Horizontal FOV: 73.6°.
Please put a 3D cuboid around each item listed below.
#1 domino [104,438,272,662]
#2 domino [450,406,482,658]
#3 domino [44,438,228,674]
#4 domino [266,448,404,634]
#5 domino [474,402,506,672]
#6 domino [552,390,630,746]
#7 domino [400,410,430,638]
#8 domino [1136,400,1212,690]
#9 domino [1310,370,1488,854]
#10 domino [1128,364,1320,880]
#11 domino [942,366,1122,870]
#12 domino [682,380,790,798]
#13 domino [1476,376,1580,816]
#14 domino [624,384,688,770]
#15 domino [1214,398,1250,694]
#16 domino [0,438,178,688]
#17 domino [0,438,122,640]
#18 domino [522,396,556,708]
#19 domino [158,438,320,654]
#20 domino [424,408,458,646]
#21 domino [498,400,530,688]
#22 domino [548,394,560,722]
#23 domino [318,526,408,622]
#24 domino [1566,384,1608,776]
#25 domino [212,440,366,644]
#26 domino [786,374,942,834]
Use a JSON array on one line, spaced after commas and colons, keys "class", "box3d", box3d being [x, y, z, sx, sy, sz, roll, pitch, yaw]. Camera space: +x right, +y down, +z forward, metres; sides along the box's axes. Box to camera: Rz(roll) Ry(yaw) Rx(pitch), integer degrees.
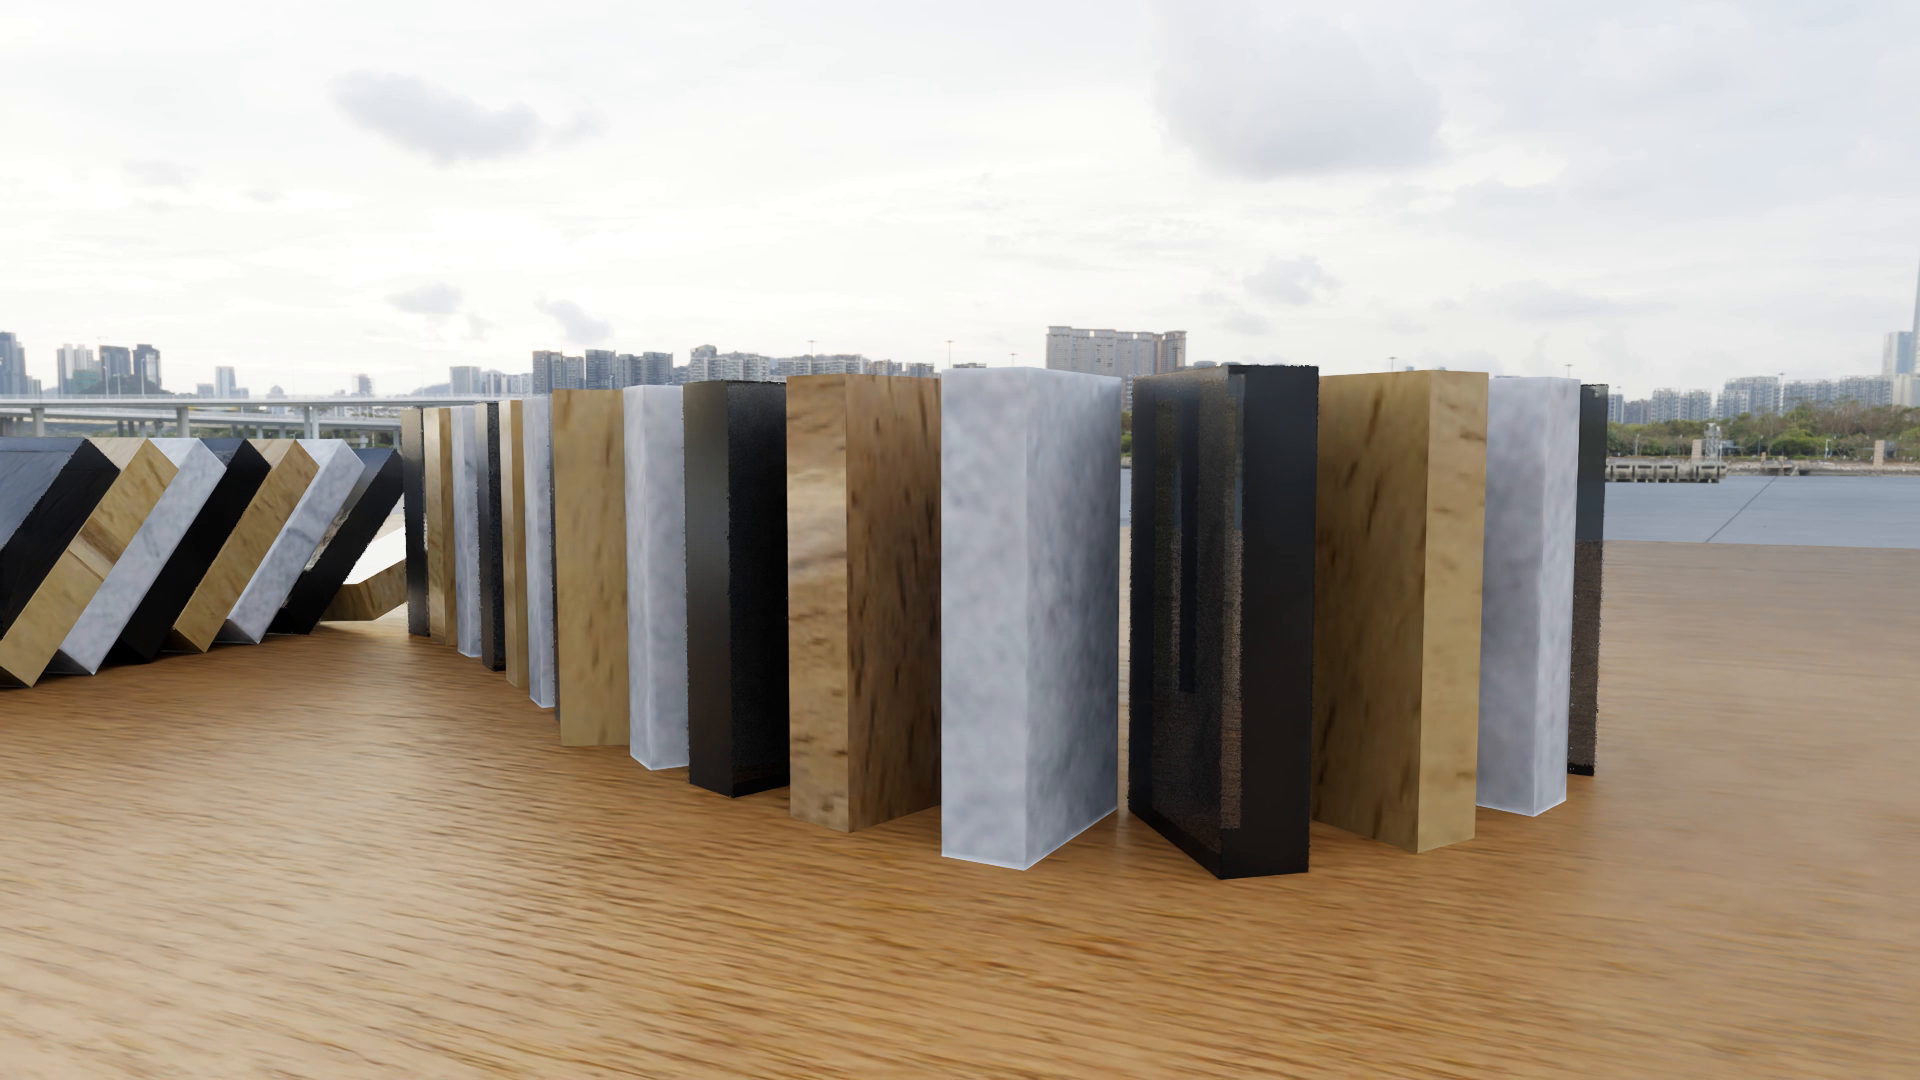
[{"class": "domino", "box3d": [-0.166, 0.001, 0.263, 0.025, 0.050, 0.010, 1, -38, 14]}, {"class": "domino", "box3d": [-0.090, -0.002, 0.265, 0.025, 0.050, 0.009, -3, 5, -35]}, {"class": "domino", "box3d": [-0.169, 0.002, 0.251, 0.025, 0.050, 0.010, 1, -37, 14]}, {"class": "domino", "box3d": [-0.153, -0.001, 0.301, 0.025, 0.009, 0.050, 1, 48, 16]}, {"class": "domino", "box3d": [-0.079, -0.001, 0.249, 0.025, 0.050, 0.009, -3, 5, -33]}, {"class": "domino", "box3d": [-0.044, 0.004, 0.185, 0.025, 0.050, 0.009, -1, 4, -7]}, {"class": "domino", "box3d": [-0.112, -0.004, 0.293, 0.009, 0.050, 0.025, 4, 6, 43]}, {"class": "domino", "box3d": [0.038, 0.000, 0.232, 0.010, 0.050, 0.025, 0, 4, 2]}, {"class": "domino", "box3d": [0.045, 0.007, 0.145, 0.009, 0.050, 0.025, -3, 5, -33]}, {"class": "domino", "box3d": [0.027, 0.007, 0.137, 0.009, 0.050, 0.025, -1, 4, -13]}, {"class": "domino", "box3d": [0.008, 0.007, 0.139, 0.009, 0.050, 0.025, 2, 5, 28]}, {"class": "domino", "box3d": [-0.022, 0.005, 0.164, 0.025, 0.050, 0.009, -4, 6, -44]}, {"class": "domino", "box3d": [0.060, 0.006, 0.157, 0.010, 0.050, 0.025, -4, 6, -44]}, {"class": "domino", "box3d": [-0.032, 0.004, 0.176, 0.025, 0.050, 0.009, -2, 5, -30]}, {"class": "domino", "box3d": [0.056, 0.001, 0.226, 0.009, 0.050, 0.025, 4, 6, 45]}, {"class": "domino", "box3d": [-0.171, 0.003, 0.238, 0.025, 0.050, 0.009, 1, -37, 14]}, {"class": "domino", "box3d": [-0.175, 0.004, 0.226, 0.025, 0.050, 0.010, 1, -37, 14]}, {"class": "domino", "box3d": [-0.059, 0.001, 0.215, 0.025, 0.050, 0.009, -2, 5, -30]}, {"class": "domino", "box3d": [-0.162, 0.000, 0.275, 0.025, 0.050, 0.010, 1, -37, 15]}, {"class": "domino", "box3d": [-0.102, -0.003, 0.281, 0.025, 0.050, 0.009, -4, 6, -40]}, {"class": "domino", "box3d": [-0.069, 0.000, 0.232, 0.025, 0.050, 0.009, -3, 5, -31]}, {"class": "domino", "box3d": [-0.049, 0.003, 0.198, 0.025, 0.050, 0.009, -2, 5, -29]}, {"class": "domino", "box3d": [-0.137, 0.005, 0.320, 0.025, 0.009, 0.050, -2, 23, 28]}, {"class": "domino", "box3d": [0.072, 0.005, 0.172, 0.025, 0.050, 0.009, 2, 5, 26]}, {"class": "domino", "box3d": [-0.158, -0.001, 0.288, 0.025, 0.050, 0.010, 1, -37, 16]}, {"class": "domino", "box3d": [-0.008, 0.006, 0.151, 0.010, 0.050, 0.025, 4, 6, 41]}]
